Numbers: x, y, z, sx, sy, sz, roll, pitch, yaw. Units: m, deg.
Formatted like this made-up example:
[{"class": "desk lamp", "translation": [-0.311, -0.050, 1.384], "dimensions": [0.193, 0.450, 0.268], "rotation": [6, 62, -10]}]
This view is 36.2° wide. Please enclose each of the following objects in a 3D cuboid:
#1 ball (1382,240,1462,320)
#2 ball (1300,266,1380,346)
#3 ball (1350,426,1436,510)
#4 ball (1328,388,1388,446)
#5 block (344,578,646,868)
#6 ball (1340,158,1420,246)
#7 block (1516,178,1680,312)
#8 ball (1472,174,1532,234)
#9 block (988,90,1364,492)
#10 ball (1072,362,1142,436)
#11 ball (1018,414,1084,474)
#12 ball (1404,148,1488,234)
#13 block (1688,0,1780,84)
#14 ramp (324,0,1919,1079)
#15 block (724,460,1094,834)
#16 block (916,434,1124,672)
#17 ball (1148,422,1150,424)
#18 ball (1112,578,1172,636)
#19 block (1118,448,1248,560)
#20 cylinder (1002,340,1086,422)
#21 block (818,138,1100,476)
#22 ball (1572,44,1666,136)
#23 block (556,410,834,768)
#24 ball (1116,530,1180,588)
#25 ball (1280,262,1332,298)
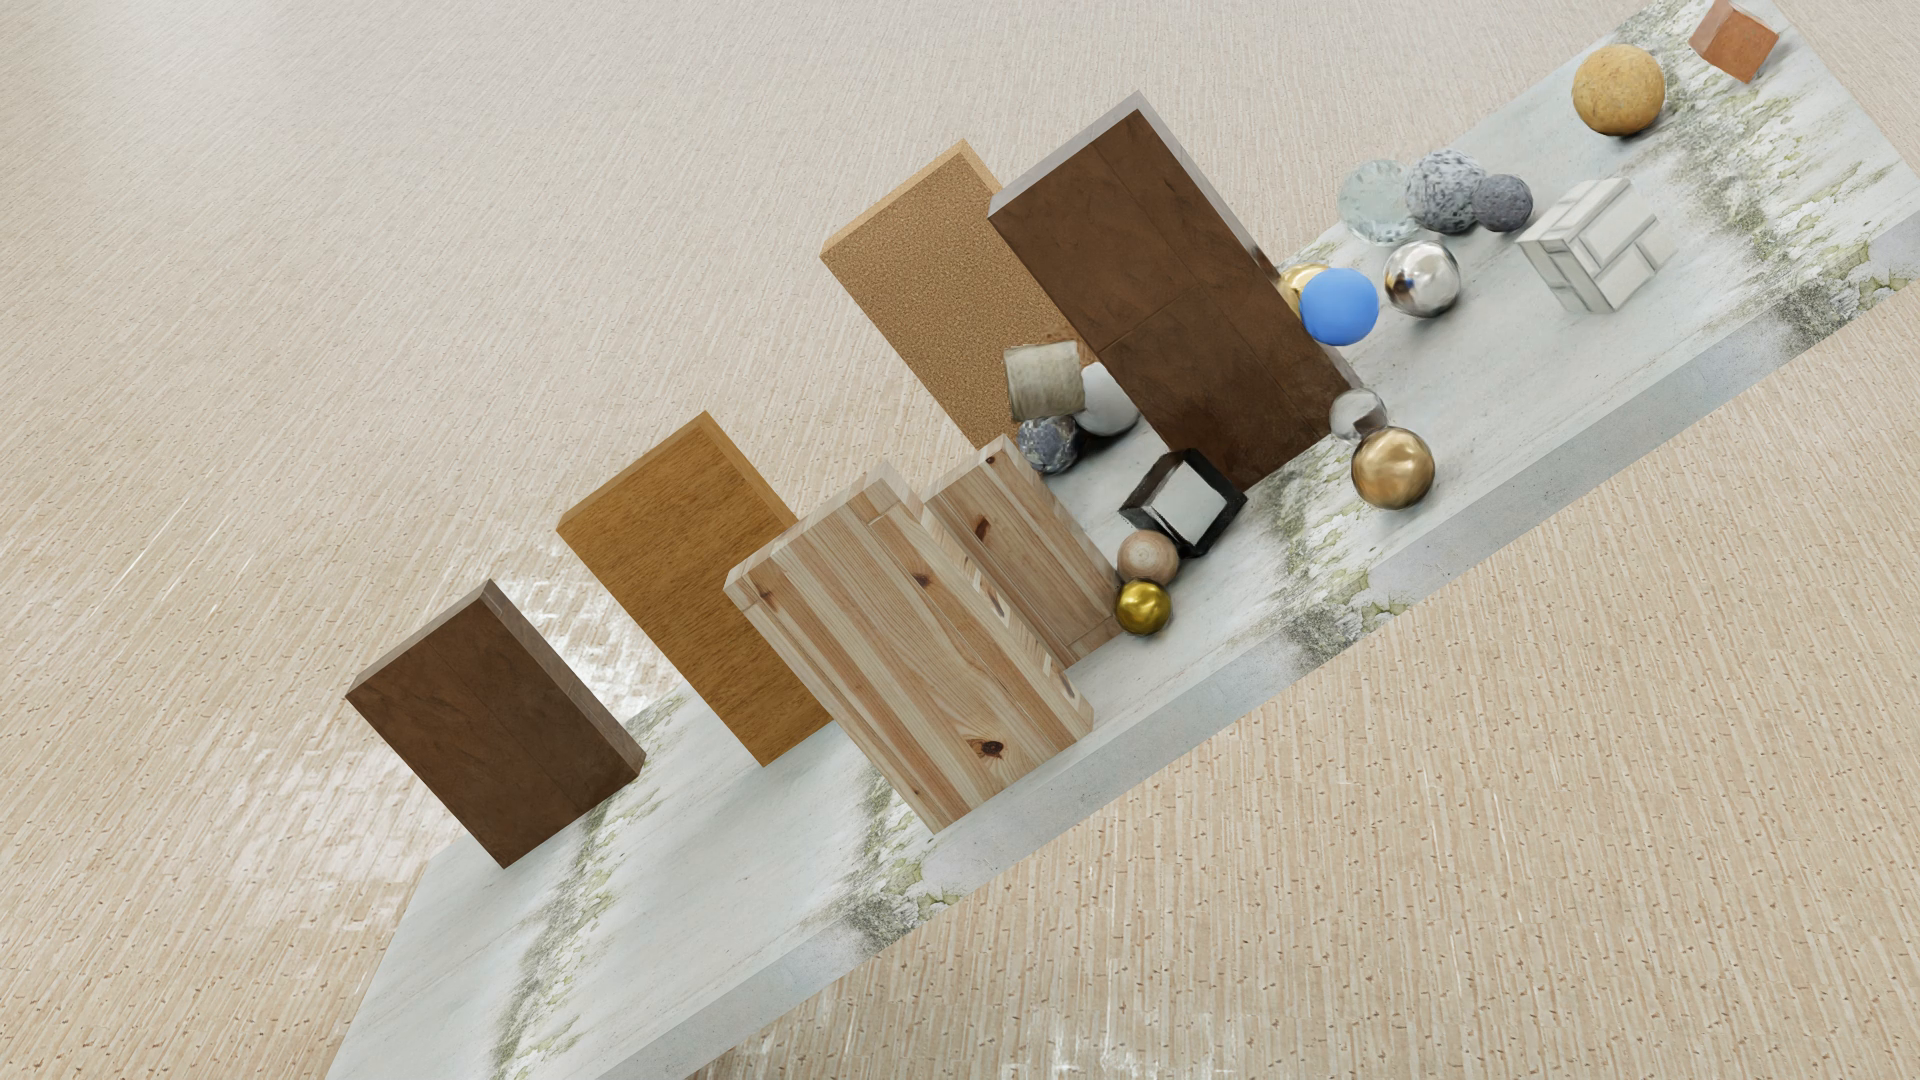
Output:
[{"class": "ball", "translation": [0.934, -0.527, 5.949], "dimensions": [0.160, 0.160, 0.160], "rotation": [0, 23, 0]}, {"class": "ball", "translation": [0.739, -0.454, 5.727], "dimensions": [0.155, 0.155, 0.155], "rotation": [0, 23, 0]}, {"class": "ball", "translation": [0.770, -0.127, 5.236], "dimensions": [0.150, 0.150, 0.150], "rotation": [0, 23, 0]}, {"class": "ball", "translation": [0.761, -0.234, 5.623], "dimensions": [0.113, 0.113, 0.113], "rotation": [0, 23, 0]}, {"class": "block", "translation": [-1.129, 0.452, 7.172], "dimensions": [0.443, 0.588, 0.117], "rotation": [-35, 16, 17]}, {"class": "ball", "translation": [0.934, -0.743, 6.489], "dimensions": [0.193, 0.193, 0.193], "rotation": [0, 23, 0]}, {"class": "block", "translation": [1.173, -0.542, 5.418], "dimensions": [0.172, 0.172, 0.172], "rotation": [-43, 16, -12]}, {"class": "ball", "translation": [1.118, -0.694, 6.060], "dimensions": [0.122, 0.122, 0.122], "rotation": [0, 23, 0]}, {"class": "block", "translation": [0.433, -0.470, 5.824], "dimensions": [0.364, 0.759, 0.146], "rotation": [-35, 16, 17]}, {"class": "ball", "translation": [0.335, -0.324, 6.732], "dimensions": [0.174, 0.174, 0.174], "rotation": [0, 23, 0]}, {"class": "ball", "translation": [0.210, -0.230, 6.793], "dimensions": [0.154, 0.154, 0.154], "rotation": [0, 23, 0]}, {"class": "ball", "translation": [1.039, -0.744, 6.275], "dimensions": [0.180, 0.180, 0.180], "rotation": [0, 23, 0]}, {"class": "block", "translation": [1.542, -0.998, 5.862], "dimensions": [0.113, 0.113, 0.113], "rotation": [27, 22, -12]}, {"class": "ramp", "translation": [0.126, 0.181, 6.328], "dimensions": [4.000, 0.100, 2.000], "rotation": [-35, 16, 17]}, {"class": "block", "translation": [-0.090, 0.203, 5.412], "dimensions": [0.372, 0.623, 0.089], "rotation": [-35, 16, 17]}, {"class": "block", "translation": [0.114, 0.046, 5.720], "dimensions": [0.264, 0.441, 0.086], "rotation": [-35, 16, 17]}, {"class": "ball", "translation": [0.474, -0.310, 6.388], "dimensions": [0.169, 0.169, 0.169], "rotation": [0, 23, 0]}, {"class": "ball", "translation": [0.346, 0.127, 5.581], "dimensions": [0.111, 0.111, 0.111], "rotation": [0, 23, 0]}, {"class": "block", "translation": [0.438, -0.069, 5.786], "dimensions": [0.151, 0.151, 0.151], "rotation": [-51, 14, -17]}, {"class": "cylinder", "translation": [0.188, -0.353, 6.544], "dimensions": [0.162, 0.162, 0.162], "rotation": [-9, 23, 0]}, {"class": "block", "translation": [0.067, -0.513, 6.833], "dimensions": [0.412, 0.732, 0.122], "rotation": [-35, 16, 17]}, {"class": "ball", "translation": [1.351, -0.923, 6.036], "dimensions": [0.189, 0.189, 0.189], "rotation": [0, 23, 0]}, {"class": "block", "translation": [-0.491, 0.113, 6.421], "dimensions": [0.408, 0.710, 0.092], "rotation": [-35, 16, 17]}, {"class": "ball", "translation": [0.366, 0.041, 5.746], "dimensions": [0.123, 0.123, 0.123], "rotation": [0, 23, 0]}, {"class": "ball", "translation": [0.715, -0.482, 6.007], "dimensions": [0.173, 0.173, 0.173], "rotation": [0, 23, 0]}]
